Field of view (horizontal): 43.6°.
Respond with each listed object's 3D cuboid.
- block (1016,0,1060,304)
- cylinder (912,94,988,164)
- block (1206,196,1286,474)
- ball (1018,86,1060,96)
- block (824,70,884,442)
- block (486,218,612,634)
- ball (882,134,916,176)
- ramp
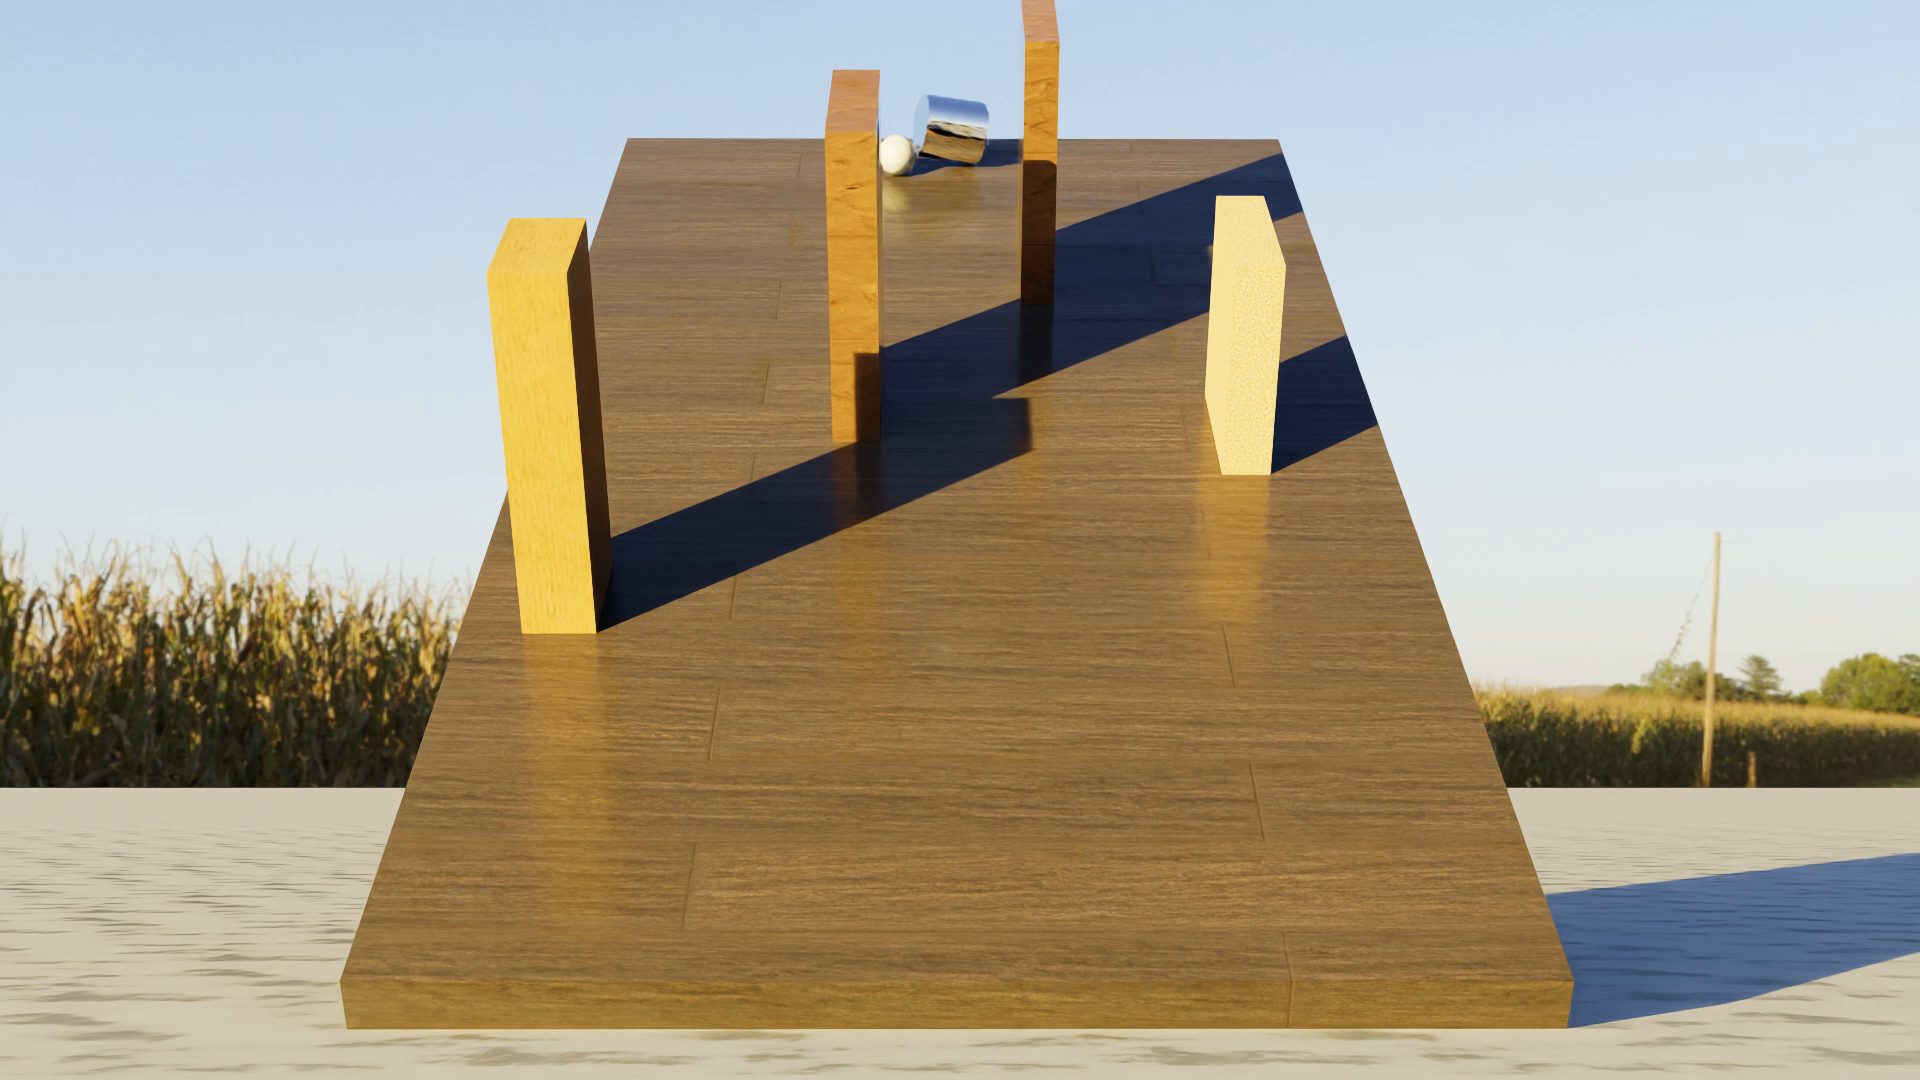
[{"bbox_3d":[0.202,-1.025,6.290,0.086,0.703,0.412,0,29,0],"label":"block"},{"bbox_3d":[-0.030,-1.219,7.128,0.183,0.183,0.183,5,-7,-16],"label":"cylinder"},{"bbox_3d":[0.648,-0.472,5.501,0.109,0.509,0.417,0,29,0],"label":"block"},{"bbox_3d":[0.238,-1.352,7.238,0.124,0.124,0.124,0,-6,0],"label":"ball"},{"bbox_3d":[-0.240,-0.661,5.584,0.111,0.753,0.426,0,29,0],"label":"block"},{"bbox_3d":[-0.805,-0.221,4.764,0.148,0.780,0.279,0,29,0],"label":"block"},{"bbox_3d":[-0.187,-1.135,7.088,0.117,0.117,0.117,0,-6,0],"label":"ball"},{"bbox_3d":[-0.012,-0.216,5.663,2.000,0.100,4.000,0,29,0],"label":"ramp"}]
